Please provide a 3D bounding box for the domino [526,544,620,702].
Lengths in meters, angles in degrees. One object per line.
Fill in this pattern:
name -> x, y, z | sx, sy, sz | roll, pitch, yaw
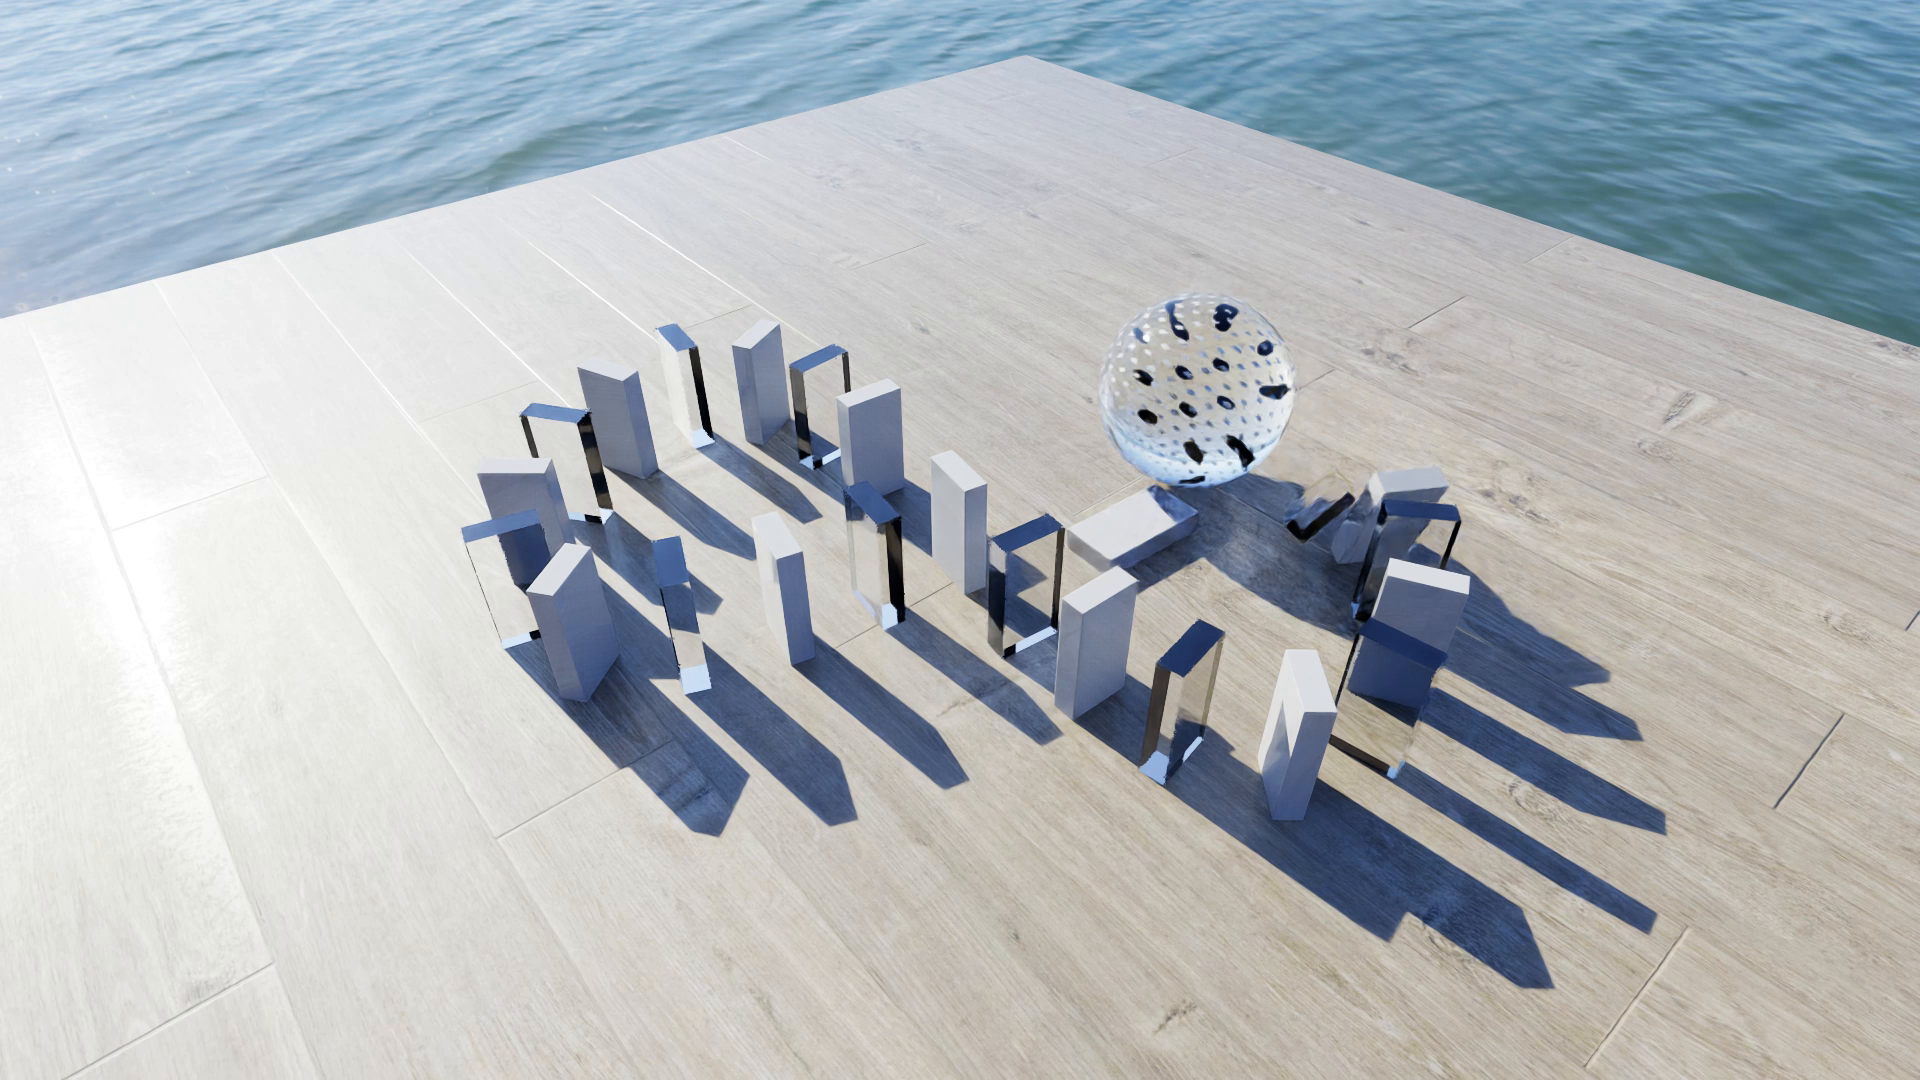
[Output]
domino -> -0.131, 0.029, 0.376 | 0.009, 0.050, 0.025 | 9, 40, 10

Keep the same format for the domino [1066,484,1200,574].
domino -> 0.071, -0.004, 0.449 | 0.050, 0.010, 0.025 | -26, 46, -28

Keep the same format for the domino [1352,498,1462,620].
domino -> 0.162, 0.009, 0.401 | 0.025, 0.050, 0.009 | 6, 40, 7

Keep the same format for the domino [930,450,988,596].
domino -> -0.001, -0.006, 0.419 | 0.009, 0.050, 0.025 | -21, 44, -23

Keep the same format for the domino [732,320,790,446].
domino -> -0.089, -0.071, 0.498 | 0.009, 0.050, 0.025 | 15, 42, 17

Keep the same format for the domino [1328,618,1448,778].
domino -> 0.134, 0.051, 0.350 | 0.025, 0.050, 0.009 | 29, 47, 30

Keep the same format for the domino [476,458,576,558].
domino -> -0.164, -0.008, 0.421 | 0.025, 0.050, 0.009 | 0, 39, 0

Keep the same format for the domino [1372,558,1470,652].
domino -> 0.153, 0.031, 0.374 | 0.025, 0.050, 0.010 | 14, 41, 17

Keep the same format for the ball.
ball -> 0.097, -0.061, 0.452 | 0.080, 0.080, 0.080 | 0, 39, 0

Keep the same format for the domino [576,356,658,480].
domino -> -0.147, -0.052, 0.475 | 0.025, 0.050, 0.010 | 18, 43, 21

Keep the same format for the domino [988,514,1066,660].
domino -> 0.023, 0.017, 0.391 | 0.025, 0.050, 0.009 | -23, 45, -26

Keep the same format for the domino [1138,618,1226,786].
domino -> 0.070, 0.052, 0.348 | 0.009, 0.050, 0.025 | 28, 47, 30

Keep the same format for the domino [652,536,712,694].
domino -> -0.096, 0.026, 0.379 | 0.009, 0.050, 0.025 | -11, 41, -14

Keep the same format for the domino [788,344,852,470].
domino -> -0.060, -0.058, 0.482 | 0.010, 0.050, 0.025 | 31, 49, 33

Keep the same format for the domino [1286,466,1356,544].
domino -> 0.142, -0.015, 0.433 | 0.009, 0.025, 0.050 | 48, 20, 4

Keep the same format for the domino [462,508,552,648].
domino -> -0.158, 0.014, 0.394 | 0.025, 0.050, 0.009 | -17, 42, -20

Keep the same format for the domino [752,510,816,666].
domino -> -0.062, 0.017, 0.390 | 0.010, 0.050, 0.025 | -18, 43, -21

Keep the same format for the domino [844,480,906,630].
domino -> -0.031, 0.006, 0.404 | 0.009, 0.050, 0.025 | -22, 44, -24

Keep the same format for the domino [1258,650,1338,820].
domino -> 0.103, 0.060, 0.338 | 0.010, 0.050, 0.025 | 1, 39, 1

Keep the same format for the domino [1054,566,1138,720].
domino -> 0.045, 0.035, 0.369 | 0.025, 0.050, 0.009 | -28, 47, -29

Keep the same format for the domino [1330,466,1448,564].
domino -> 0.164, -0.009, 0.422 | 0.025, 0.050, 0.009 | -6, 59, -7

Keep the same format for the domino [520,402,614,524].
domino -> -0.160, -0.031, 0.449 | 0.025, 0.050, 0.009 | 9, 40, 11

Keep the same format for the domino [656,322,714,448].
domino -> -0.124, -0.069, 0.496 | 0.010, 0.050, 0.025 | -23, 44, -25

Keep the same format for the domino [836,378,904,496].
domino -> -0.037, -0.040, 0.461 | 0.025, 0.050, 0.010 | -25, 45, -27
